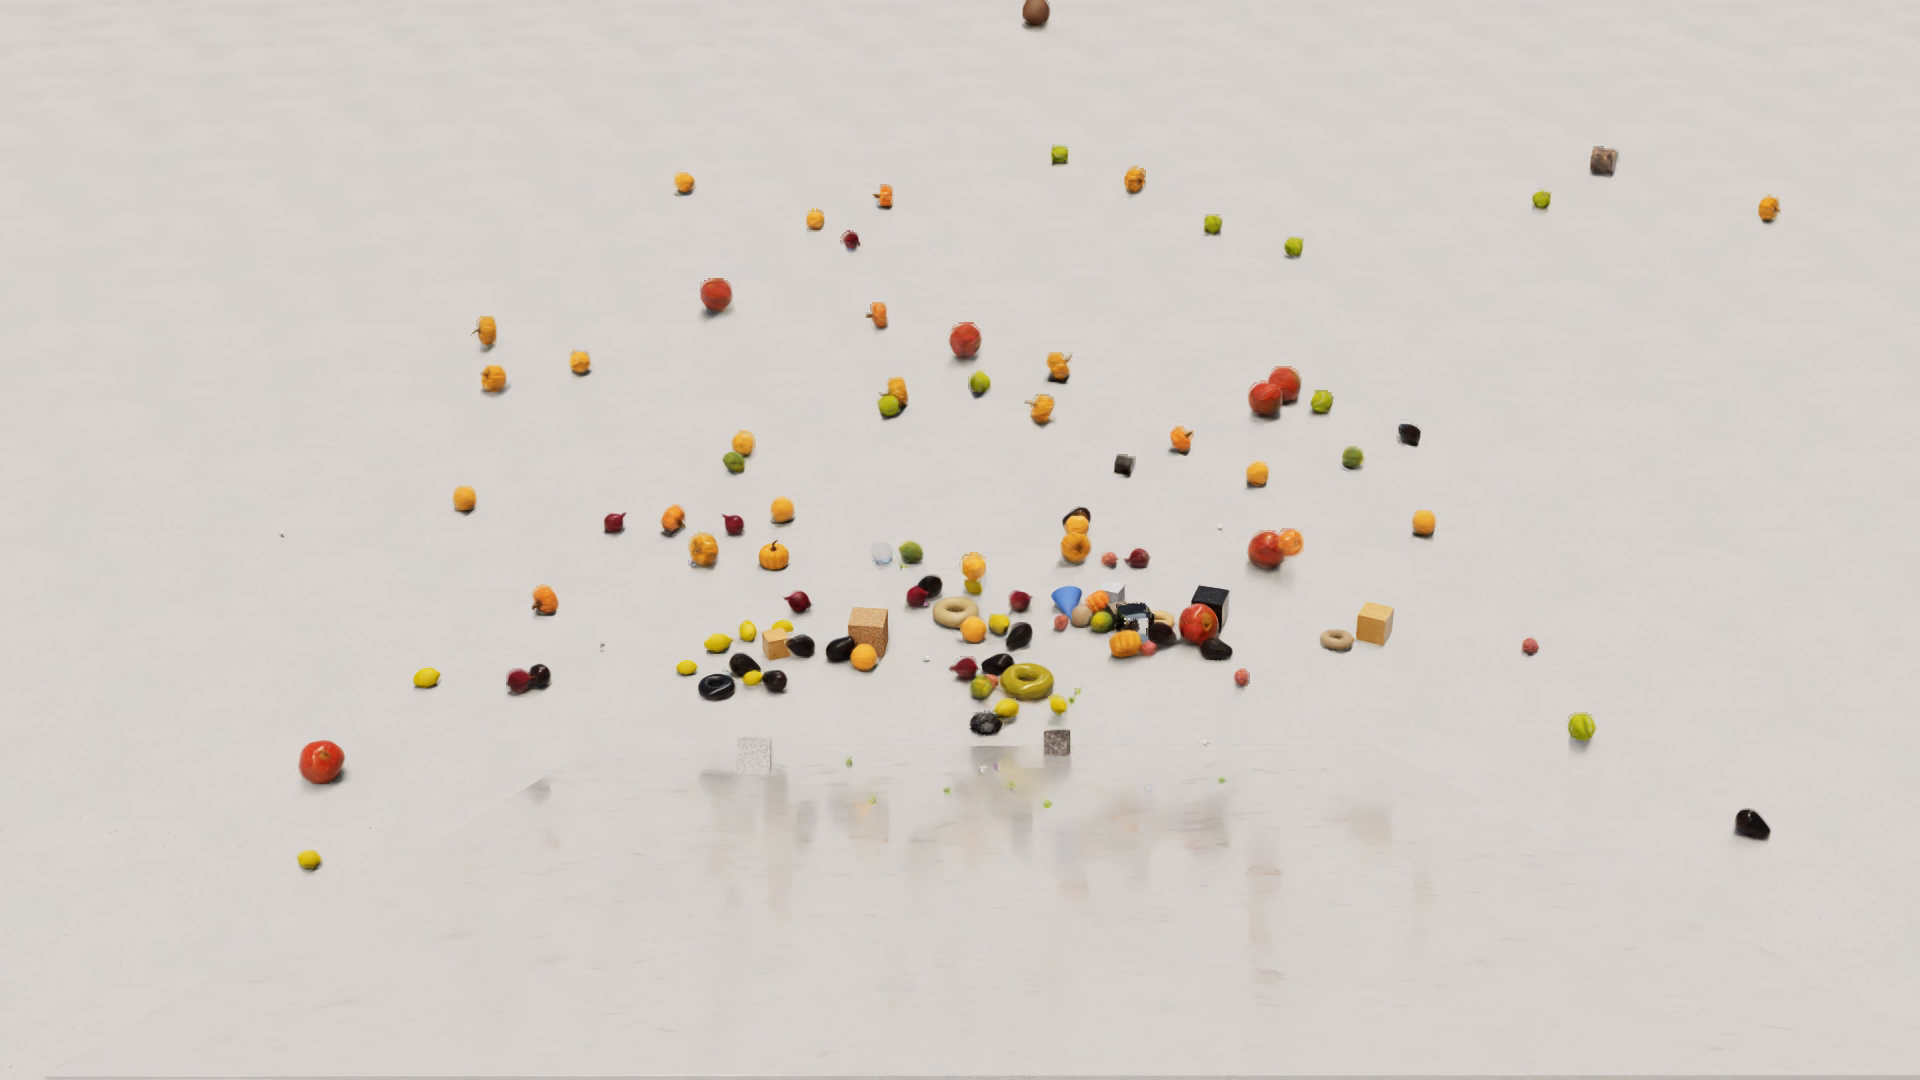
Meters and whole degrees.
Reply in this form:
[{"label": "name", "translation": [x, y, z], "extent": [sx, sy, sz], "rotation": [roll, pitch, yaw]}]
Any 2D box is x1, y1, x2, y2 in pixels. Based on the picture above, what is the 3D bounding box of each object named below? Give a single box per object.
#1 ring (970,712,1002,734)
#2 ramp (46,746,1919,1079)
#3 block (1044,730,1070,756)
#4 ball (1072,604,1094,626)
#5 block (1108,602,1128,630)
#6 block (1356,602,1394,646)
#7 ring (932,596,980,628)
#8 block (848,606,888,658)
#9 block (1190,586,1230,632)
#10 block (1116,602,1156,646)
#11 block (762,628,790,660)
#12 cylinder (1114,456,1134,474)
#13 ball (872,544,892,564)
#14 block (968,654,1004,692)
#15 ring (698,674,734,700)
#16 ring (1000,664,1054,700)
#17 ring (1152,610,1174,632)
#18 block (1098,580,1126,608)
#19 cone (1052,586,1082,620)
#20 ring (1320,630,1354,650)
[{"label": "ring", "translation": [0.068, 0.487, 6.862], "extent": [0.086, 0.029, 0.086], "rotation": [-1, 30, 0]}, {"label": "ramp", "translation": [0.066, 0.587, 4.637], "extent": [2.000, 0.100, 4.000], "rotation": [0, 0, 0]}, {"label": "block", "translation": [0.239, 0.501, 6.405], "extent": [0.058, 0.058, 0.058], "rotation": [0, 0, 9]}, {"label": "ball", "translation": [0.346, 0.213, 7.316], "extent": [0.062, 0.062, 0.062], "rotation": [0, 29, 0]}, {"label": "block", "translation": [0.453, 0.215, 7.317], "extent": [0.057, 0.057, 0.057], "rotation": [-8, 30, -14]}, {"label": "block", "translation": [1.165, 0.235, 7.259], "extent": [0.080, 0.080, 0.080], "rotation": [13, 32, 22]}, {"label": "ring", "translation": [-0.012, 0.205, 7.349], "extent": [0.134, 0.045, 0.134], "rotation": [-1, 28, 0]}, {"label": "block", "translation": [-0.256, 0.257, 7.201], "extent": [0.099, 0.099, 0.099], "rotation": [3, 29, 6]}, {"label": "block", "translation": [0.707, 0.195, 7.319], "extent": [0.090, 0.090, 0.090], "rotation": [9, 31, 16]}, {"label": "block", "translation": [0.493, 0.236, 7.254], "extent": [0.082, 0.082, 0.082], "rotation": [-10, 31, -16]}, {"label": "block", "translation": [-0.511, 0.289, 7.183], "extent": [0.060, 0.060, 0.060], "rotation": [-11, 31, -19]}, {"label": "cylinder", "translation": [0.516, -0.236, 8.126], "extent": [0.052, 0.052, 0.052], "rotation": [9, 31, 16]}, {"label": "ball", "translation": [-0.230, 0.040, 7.626], "extent": [0.060, 0.060, 0.060], "rotation": [0, 29, 0]}, {"label": "block", "translation": [0.079, 0.375, 7.055], "extent": [0.076, 0.076, 0.076], "rotation": [-34, 34, 2]}, {"label": "ring", "translation": [-0.661, 0.398, 7.016], "extent": [0.101, 0.034, 0.101], "rotation": [-1, 30, 0]}, {"label": "ring", "translation": [0.183, 0.384, 7.025], "extent": [0.148, 0.049, 0.148], "rotation": [1, 28, 0]}, {"label": "ring", "translation": [0.564, 0.229, 7.322], "extent": [0.089, 0.030, 0.089], "rotation": [0, 28, 0]}, {"label": "block", "translation": [0.436, 0.158, 7.418], "extent": [0.058, 0.058, 0.058], "rotation": [12, 31, 20]}, {"label": "cone", "translation": [0.311, 0.194, 7.373], "extent": [0.090, 0.090, 0.090], "rotation": [-4, 56, -7]}, {"label": "ring", "translation": [1.054, 0.278, 7.232], "extent": [0.093, 0.031, 0.093], "rotation": [0, 25, 0]}]
